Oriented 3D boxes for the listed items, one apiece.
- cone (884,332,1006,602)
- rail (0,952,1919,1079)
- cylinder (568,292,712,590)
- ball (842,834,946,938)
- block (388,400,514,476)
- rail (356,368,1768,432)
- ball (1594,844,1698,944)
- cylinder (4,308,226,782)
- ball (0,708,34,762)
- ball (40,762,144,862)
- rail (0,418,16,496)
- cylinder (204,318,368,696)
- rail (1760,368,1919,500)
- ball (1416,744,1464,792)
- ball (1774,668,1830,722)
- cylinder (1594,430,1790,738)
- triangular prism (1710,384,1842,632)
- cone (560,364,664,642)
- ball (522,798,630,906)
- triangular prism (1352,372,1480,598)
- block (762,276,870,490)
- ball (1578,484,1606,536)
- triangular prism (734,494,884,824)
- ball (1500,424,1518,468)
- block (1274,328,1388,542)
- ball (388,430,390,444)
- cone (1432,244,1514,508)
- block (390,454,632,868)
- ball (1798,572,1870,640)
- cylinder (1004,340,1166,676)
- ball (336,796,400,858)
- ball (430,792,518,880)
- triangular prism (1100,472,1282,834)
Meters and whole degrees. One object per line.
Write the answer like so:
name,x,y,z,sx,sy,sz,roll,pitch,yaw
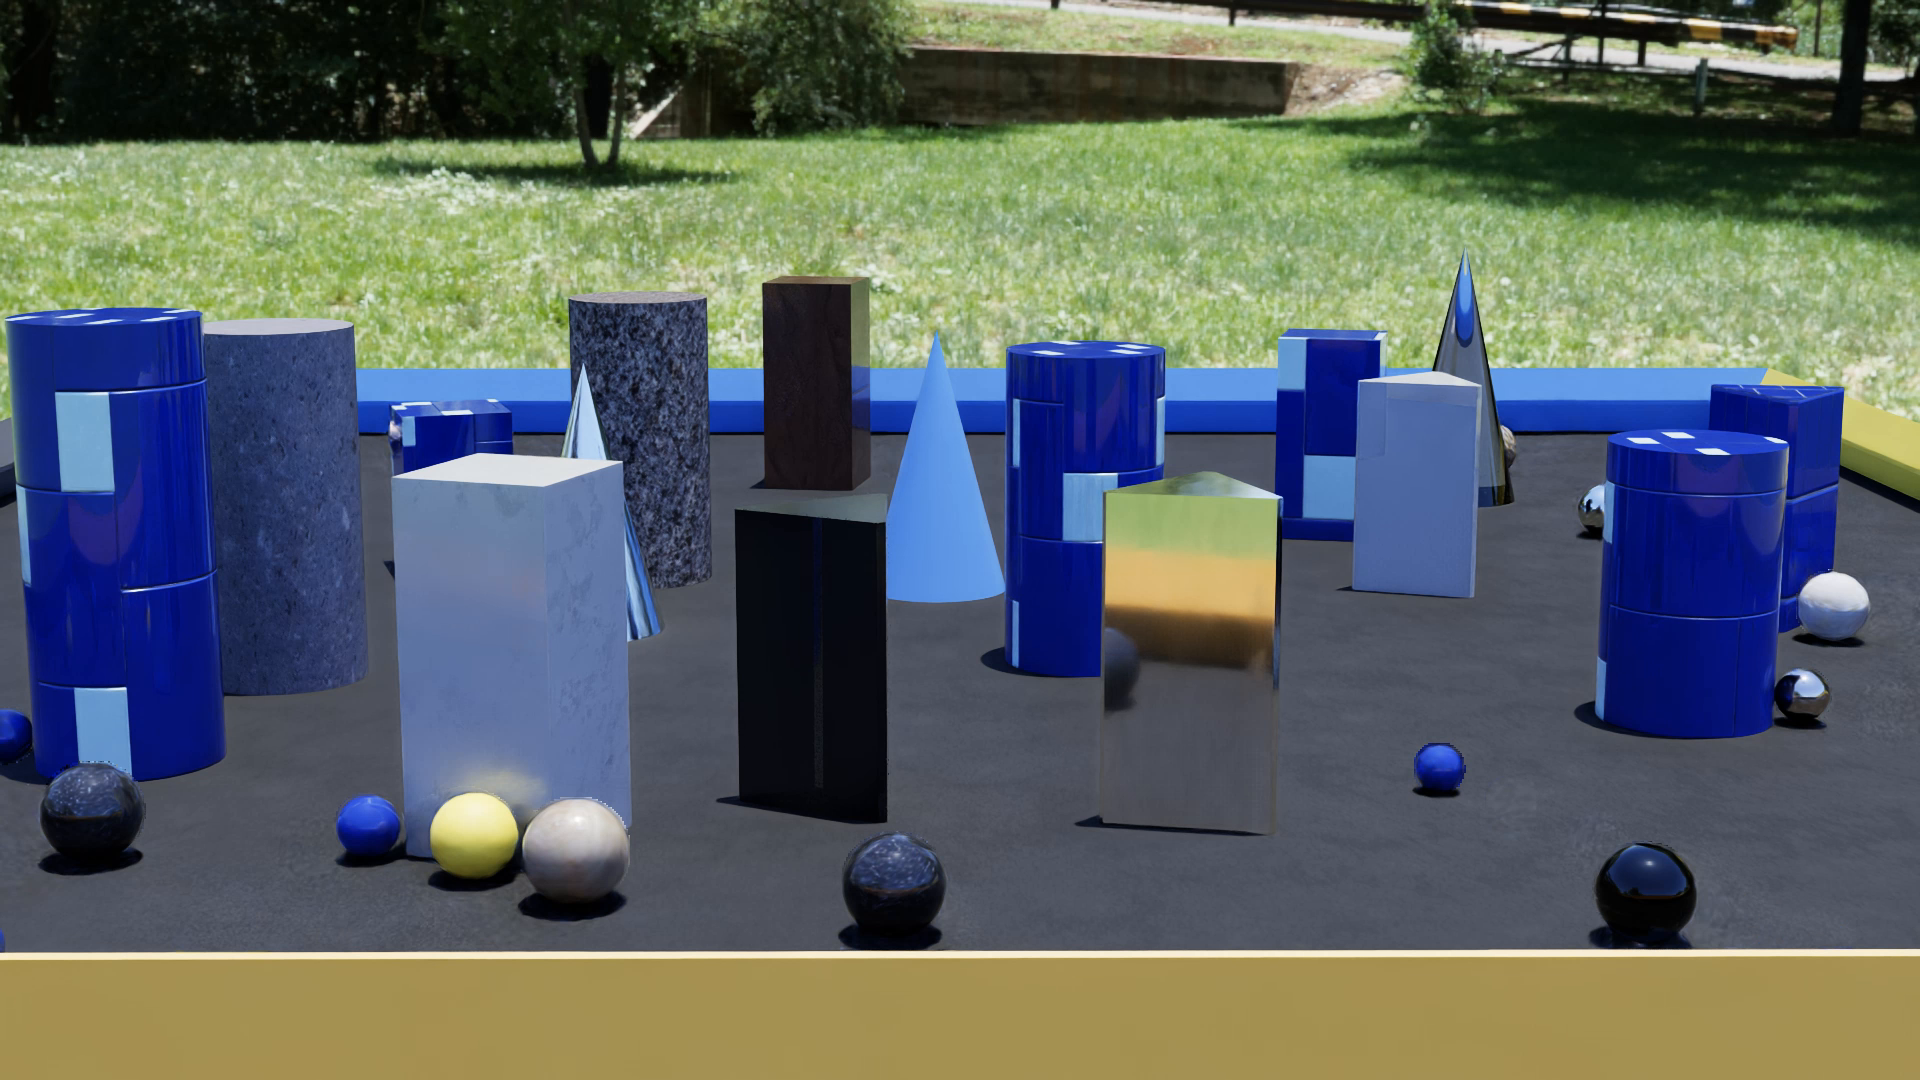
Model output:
cone,-0.032,-0.111,3.577,0.194,0.364,0.194,0,11,0
rail,0.010,0.341,1.789,3.258,0.126,0.045,0,11,0
cylinder,-0.455,-0.145,3.657,0.194,0.402,0.194,0,11,0
ball,-0.056,0.292,2.164,0.088,0.088,0.088,0,11,0
block,-0.740,-0.076,3.740,0.155,0.235,0.155,-4,11,-19
rail,-0.010,-0.276,5.109,3.258,0.126,0.045,0,11,0
ball,0.575,0.296,2.152,0.083,0.083,0.083,0,11,0
cylinder,-0.879,0.001,2.680,0.194,0.470,0.194,0,11,0
ball,-1.002,0.205,2.694,0.057,0.057,0.057,0,11,0
ball,-0.802,0.251,2.370,0.092,0.092,0.092,0,11,0
rail,-1.605,0.034,3.440,0.045,0.126,3.425,0,11,0
cylinder,-0.812,-0.044,3.054,0.194,0.422,0.194,0,11,0
rail,1.605,0.031,3.458,0.045,0.126,3.425,0,11,0
ball,0.486,0.231,2.598,0.048,0.048,0.048,0,11,0
ball,0.940,0.173,2.865,0.059,0.059,0.059,0,11,0
cylinder,0.817,0.045,2.871,0.194,0.314,0.194,0,11,0
triangular prism,1.061,-0.050,3.410,0.146,0.304,0.168,8,13,38
cone,-0.483,-0.056,3.321,0.194,0.349,0.194,0,11,0
ball,-0.337,0.273,2.246,0.094,0.094,0.094,0,11,0
triangular prism,0.655,-0.083,3.614,0.168,0.294,0.146,4,11,20
block,-0.249,-0.277,4.491,0.155,0.356,0.155,2,11,10
ball,1.005,-0.046,4.001,0.081,0.081,0.081,0,11,0
triangular prism,-0.113,0.110,2.569,0.168,0.296,0.146,6,12,28
ball,0.949,-0.163,4.592,0.096,0.096,0.096,0,11,0
block,0.582,-0.167,4.022,0.155,0.311,0.155,2,11,13
ball,-1.040,-0.193,4.823,0.071,0.071,0.071,0,11,0
cone,0.844,-0.284,4.320,0.194,0.432,0.194,0,11,0
block,-0.417,0.110,2.406,0.155,0.357,0.155,4,11,19
ball,1.116,0.085,3.277,0.088,0.088,0.088,0,11,0
cylinder,0.153,-0.042,3.147,0.194,0.385,0.194,0,11,0
ball,-0.548,0.265,2.378,0.058,0.058,0.058,0,11,0
ball,-0.439,0.268,2.317,0.079,0.079,0.079,0,11,0
triangular prism,0.233,0.105,2.514,0.168,0.326,0.146,2,11,12
